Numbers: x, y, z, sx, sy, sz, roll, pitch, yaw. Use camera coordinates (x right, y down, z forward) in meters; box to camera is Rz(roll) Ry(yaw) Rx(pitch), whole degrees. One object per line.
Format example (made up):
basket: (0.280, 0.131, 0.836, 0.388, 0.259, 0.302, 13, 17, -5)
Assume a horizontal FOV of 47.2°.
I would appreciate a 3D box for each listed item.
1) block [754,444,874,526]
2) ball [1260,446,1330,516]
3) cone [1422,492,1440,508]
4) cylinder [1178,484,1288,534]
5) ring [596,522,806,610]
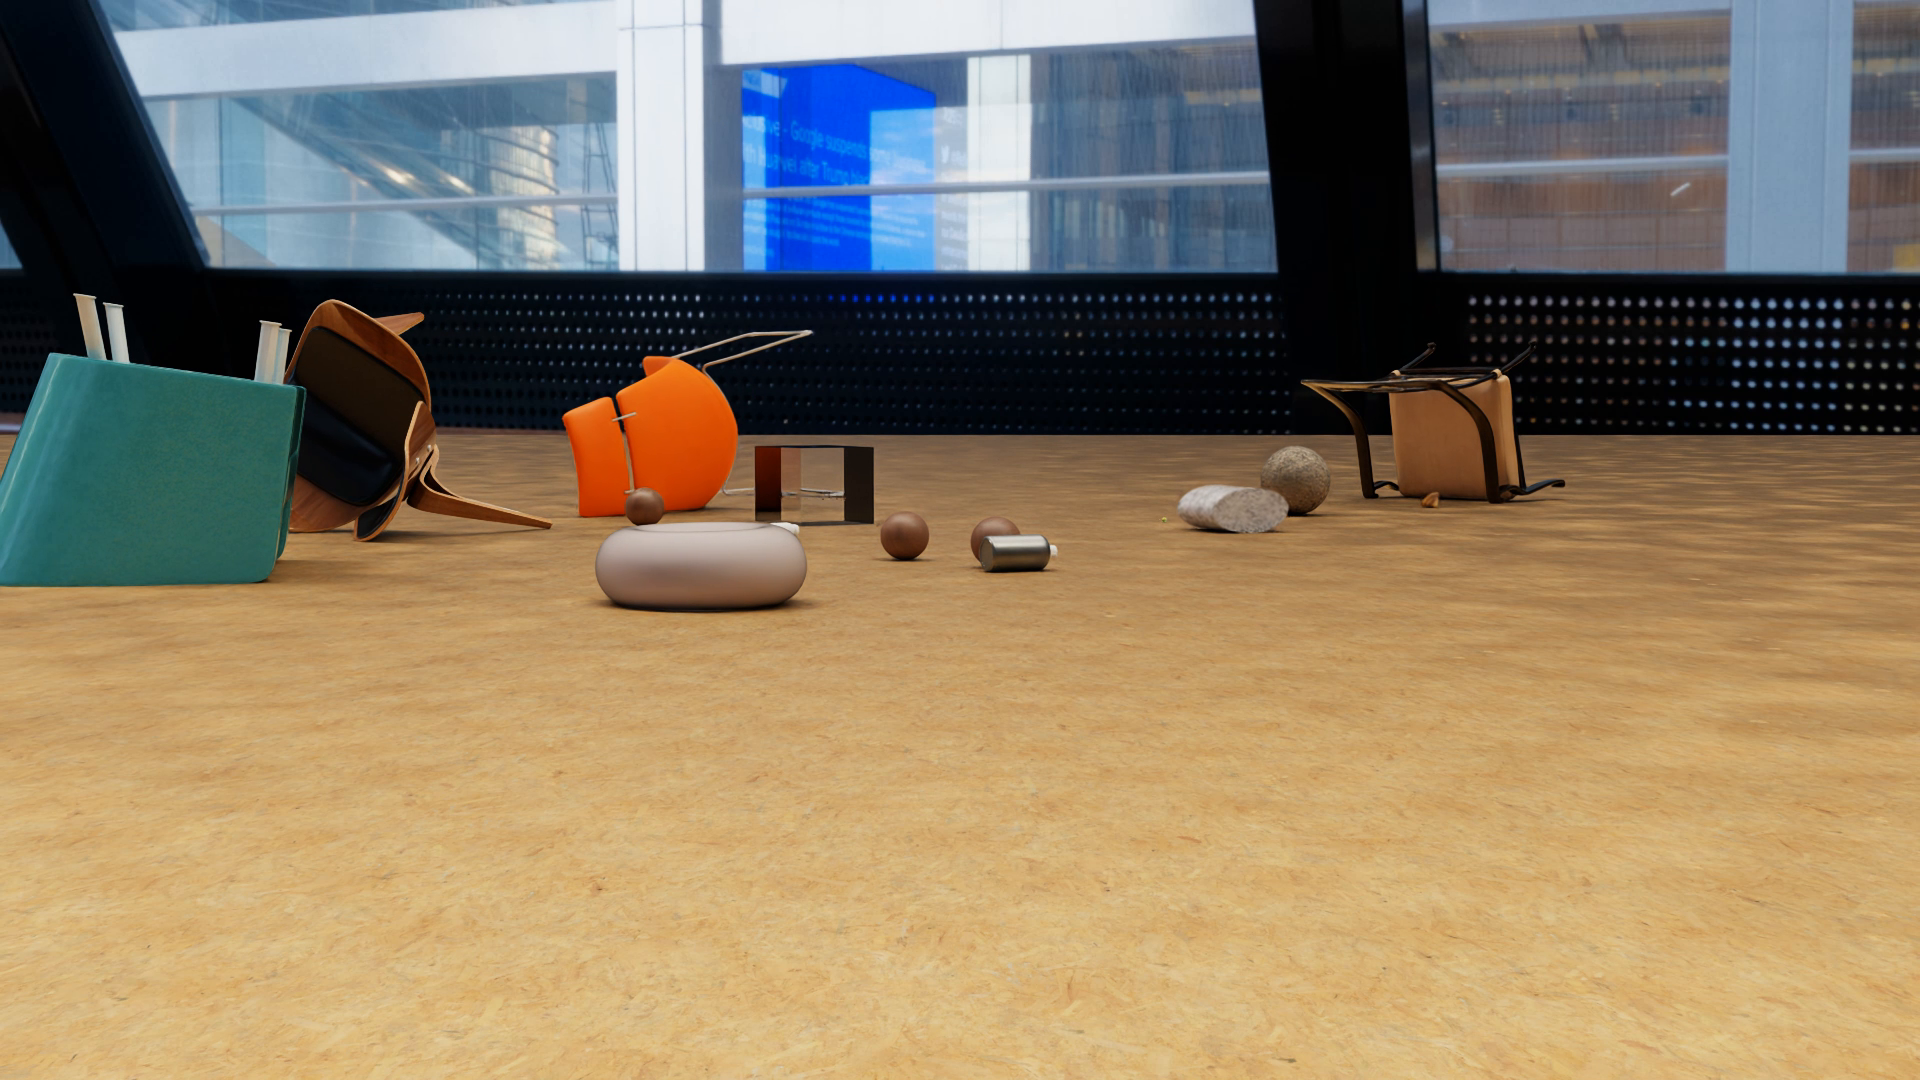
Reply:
block: (-0.491, -0.186, 7.390, 0.272, 0.256, 0.343, -2, 5, -31)
ball: (1.195, -0.212, 7.830, 0.248, 0.248, 0.248, 0, 4, 0)
cone: (1.792, -0.136, 8.317, 0.084, 0.076, 0.047, 3, 41, -40)
cylinder: (0.864, -0.100, 6.979, 0.261, 0.140, 0.263, -4, 5, -19)
ring: (-0.543, 0.053, 4.612, 0.478, 0.163, 0.404, 2, 6, 38)
